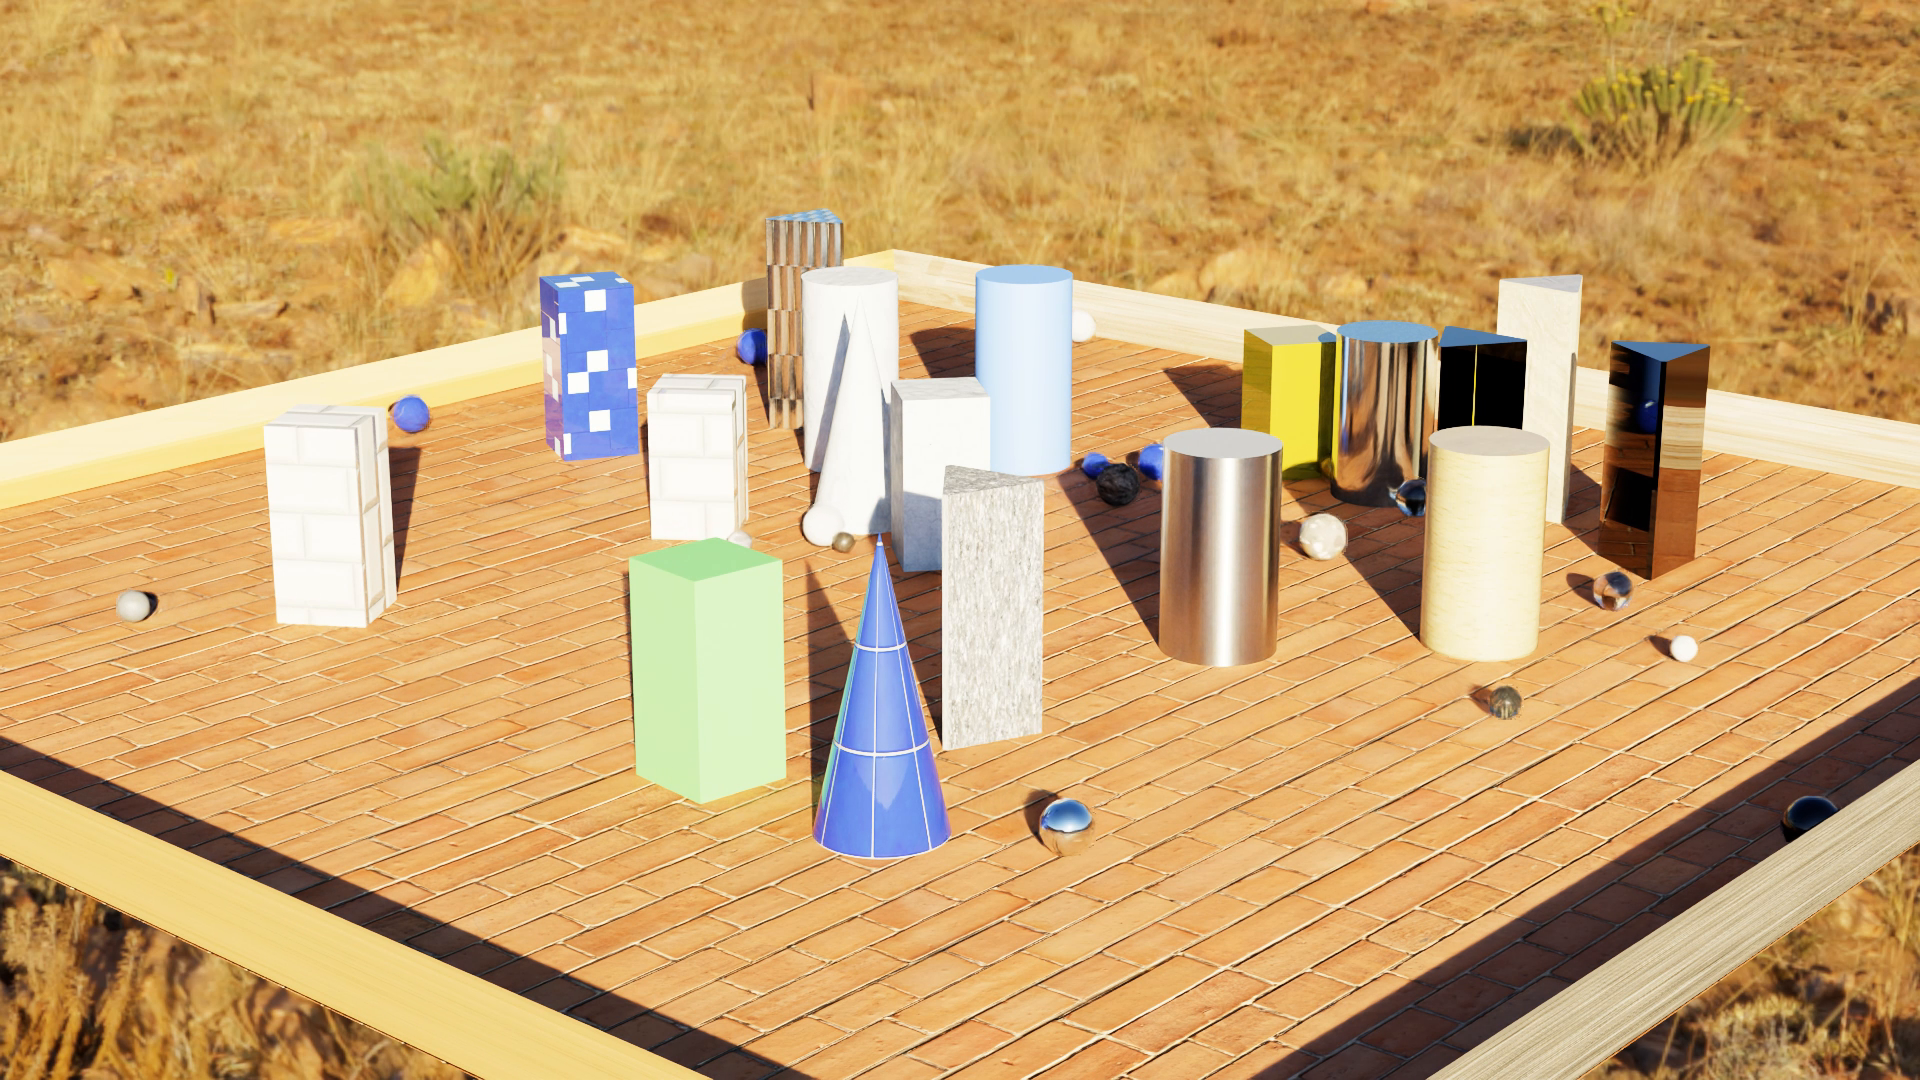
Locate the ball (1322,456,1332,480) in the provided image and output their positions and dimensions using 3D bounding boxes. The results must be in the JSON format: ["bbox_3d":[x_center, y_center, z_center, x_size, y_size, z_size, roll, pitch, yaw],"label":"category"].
[{"bbox_3d":[0.745,-0.143,5.831,0.053,0.053,0.053,0,17,0],"label":"ball"}]

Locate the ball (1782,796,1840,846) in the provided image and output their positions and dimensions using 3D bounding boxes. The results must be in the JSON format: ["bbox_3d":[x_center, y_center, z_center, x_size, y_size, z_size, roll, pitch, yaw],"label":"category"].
[{"bbox_3d":[1.166,0.391,4.008,0.084,0.084,0.084,0,17,0],"label":"ball"}]

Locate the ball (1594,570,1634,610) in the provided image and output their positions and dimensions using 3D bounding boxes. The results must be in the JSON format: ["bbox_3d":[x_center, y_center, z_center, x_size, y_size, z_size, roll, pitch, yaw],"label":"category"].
[{"bbox_3d":[1.124,0.087,5.043,0.069,0.069,0.069,0,17,0],"label":"ball"}]

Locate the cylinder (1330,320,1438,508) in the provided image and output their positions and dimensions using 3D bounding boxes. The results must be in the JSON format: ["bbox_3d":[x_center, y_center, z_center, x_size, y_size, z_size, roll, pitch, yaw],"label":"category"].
[{"bbox_3d":[0.824,-0.246,5.701,0.195,0.326,0.195,0,17,0],"label":"cylinder"}]

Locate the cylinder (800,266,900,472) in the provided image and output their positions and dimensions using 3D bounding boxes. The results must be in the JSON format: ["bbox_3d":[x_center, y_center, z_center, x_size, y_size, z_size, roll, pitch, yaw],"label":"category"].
[{"bbox_3d":[-0.220,-0.343,5.916,0.195,0.386,0.195,0,17,0],"label":"cylinder"}]

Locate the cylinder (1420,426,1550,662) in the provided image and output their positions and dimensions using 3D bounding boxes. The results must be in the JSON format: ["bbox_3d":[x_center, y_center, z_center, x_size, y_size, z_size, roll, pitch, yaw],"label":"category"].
[{"bbox_3d":[0.864,0.004,4.833,0.195,0.347,0.195,0,17,0],"label":"cylinder"}]

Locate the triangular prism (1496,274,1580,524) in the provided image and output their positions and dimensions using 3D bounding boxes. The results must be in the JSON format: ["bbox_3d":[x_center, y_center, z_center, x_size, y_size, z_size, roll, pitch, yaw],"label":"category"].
[{"bbox_3d":[1.130,-0.277,5.595,0.169,0.445,0.146,16,23,42],"label":"triangular prism"}]

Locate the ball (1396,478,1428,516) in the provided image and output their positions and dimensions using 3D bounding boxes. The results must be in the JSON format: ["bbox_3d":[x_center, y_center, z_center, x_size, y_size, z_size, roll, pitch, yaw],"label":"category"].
[{"bbox_3d":[0.868,-0.080,5.590,0.072,0.072,0.072,0,17,0],"label":"ball"}]

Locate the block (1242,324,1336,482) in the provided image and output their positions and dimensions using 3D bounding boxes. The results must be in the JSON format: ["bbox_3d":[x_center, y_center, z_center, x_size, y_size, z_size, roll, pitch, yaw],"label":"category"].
[{"bbox_3d":[0.667,-0.276,5.882,0.156,0.278,0.156,-5,17,-15],"label":"block"}]

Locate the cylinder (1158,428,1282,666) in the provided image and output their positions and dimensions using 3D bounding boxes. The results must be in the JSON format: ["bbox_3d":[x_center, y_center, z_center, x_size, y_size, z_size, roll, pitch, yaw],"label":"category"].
[{"bbox_3d":[0.427,0.010,4.809,0.195,0.350,0.195,0,17,0],"label":"cylinder"}]

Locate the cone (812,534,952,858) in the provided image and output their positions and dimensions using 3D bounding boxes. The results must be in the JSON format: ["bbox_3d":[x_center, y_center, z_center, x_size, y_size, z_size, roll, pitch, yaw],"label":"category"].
[{"bbox_3d":[-0.109,0.198,4.033,0.195,0.438,0.195,0,17,0],"label":"cone"}]

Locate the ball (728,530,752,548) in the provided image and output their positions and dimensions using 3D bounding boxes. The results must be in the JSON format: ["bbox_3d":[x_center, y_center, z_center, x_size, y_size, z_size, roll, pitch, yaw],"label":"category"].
[{"bbox_3d":[-0.402,0.005,5.351,0.046,0.046,0.046,0,17,0],"label":"ball"}]

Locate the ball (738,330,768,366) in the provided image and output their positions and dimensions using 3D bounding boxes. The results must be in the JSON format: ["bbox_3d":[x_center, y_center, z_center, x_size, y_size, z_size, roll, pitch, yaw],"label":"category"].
[{"bbox_3d":[-0.473,-0.444,6.779,0.082,0.082,0.082,0,17,0],"label":"ball"}]

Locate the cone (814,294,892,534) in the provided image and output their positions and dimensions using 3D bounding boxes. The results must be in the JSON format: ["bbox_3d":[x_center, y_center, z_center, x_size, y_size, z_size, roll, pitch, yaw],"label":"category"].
[{"bbox_3d":[-0.186,-0.252,5.512,0.195,0.446,0.195,0,17,0],"label":"cone"}]

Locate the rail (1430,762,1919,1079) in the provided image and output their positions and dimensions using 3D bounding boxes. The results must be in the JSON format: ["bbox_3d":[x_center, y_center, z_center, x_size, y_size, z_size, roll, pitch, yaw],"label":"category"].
[{"bbox_3d":[1.297,0.357,4.042,0.045,0.127,3.495,14,22,39],"label":"rail"}]

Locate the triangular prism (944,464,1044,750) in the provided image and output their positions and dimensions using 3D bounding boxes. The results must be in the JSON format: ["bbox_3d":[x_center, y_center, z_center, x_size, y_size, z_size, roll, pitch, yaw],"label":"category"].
[{"bbox_3d":[0.017,0.095,4.445,0.169,0.398,0.146,-9,19,-27],"label":"triangular prism"}]

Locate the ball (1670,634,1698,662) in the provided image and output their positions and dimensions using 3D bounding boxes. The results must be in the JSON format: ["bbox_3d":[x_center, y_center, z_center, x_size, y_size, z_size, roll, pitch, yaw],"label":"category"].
[{"bbox_3d":[1.181,0.177,4.787,0.044,0.044,0.044,0,17,0],"label":"ball"}]

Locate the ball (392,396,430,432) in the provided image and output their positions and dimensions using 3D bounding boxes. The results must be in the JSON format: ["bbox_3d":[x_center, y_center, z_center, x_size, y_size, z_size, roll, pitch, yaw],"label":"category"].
[{"bbox_3d":[-1.158,-0.265,6.192,0.078,0.078,0.078,0,17,0],"label":"ball"}]

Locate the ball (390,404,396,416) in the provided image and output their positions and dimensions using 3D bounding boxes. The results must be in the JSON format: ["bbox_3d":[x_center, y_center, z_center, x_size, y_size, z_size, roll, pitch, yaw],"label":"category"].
[{"bbox_3d":[-1.201,-0.275,6.289,0.041,0.041,0.041,0,17,0],"label":"ball"}]

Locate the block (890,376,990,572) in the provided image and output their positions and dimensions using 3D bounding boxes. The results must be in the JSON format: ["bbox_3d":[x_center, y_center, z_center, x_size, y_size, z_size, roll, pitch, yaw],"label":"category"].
[{"bbox_3d":[-0.036,-0.120,5.299,0.156,0.316,0.156,-3,17,-9],"label":"block"}]

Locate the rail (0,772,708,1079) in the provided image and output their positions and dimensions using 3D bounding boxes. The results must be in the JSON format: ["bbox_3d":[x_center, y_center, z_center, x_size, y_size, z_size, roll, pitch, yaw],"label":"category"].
[{"bbox_3d":[-1.130,0.408,3.874,3.483,0.127,0.045,14,22,39],"label":"rail"}]

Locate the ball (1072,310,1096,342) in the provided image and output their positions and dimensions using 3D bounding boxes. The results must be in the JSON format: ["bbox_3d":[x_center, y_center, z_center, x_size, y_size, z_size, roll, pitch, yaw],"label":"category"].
[{"bbox_3d":[0.284,-0.511,7.006,0.079,0.079,0.079,0,17,0],"label":"ball"}]

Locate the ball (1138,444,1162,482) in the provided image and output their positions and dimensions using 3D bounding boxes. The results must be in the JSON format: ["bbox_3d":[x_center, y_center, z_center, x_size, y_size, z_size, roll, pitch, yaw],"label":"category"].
[{"bbox_3d":[0.392,-0.154,5.830,0.074,0.074,0.074,0,17,0],"label":"ball"}]

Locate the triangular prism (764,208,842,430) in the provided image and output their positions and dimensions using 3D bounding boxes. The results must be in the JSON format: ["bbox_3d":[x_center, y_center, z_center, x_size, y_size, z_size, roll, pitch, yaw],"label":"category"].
[{"bbox_3d":[-0.306,-0.469,6.226,0.169,0.449,0.146,5,17,15],"label":"triangular prism"}]

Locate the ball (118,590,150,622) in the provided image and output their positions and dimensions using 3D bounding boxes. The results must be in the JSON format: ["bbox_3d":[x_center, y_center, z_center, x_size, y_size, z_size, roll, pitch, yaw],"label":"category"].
[{"bbox_3d":[-1.403,0.113,4.980,0.055,0.055,0.055,0,17,0],"label":"ball"}]

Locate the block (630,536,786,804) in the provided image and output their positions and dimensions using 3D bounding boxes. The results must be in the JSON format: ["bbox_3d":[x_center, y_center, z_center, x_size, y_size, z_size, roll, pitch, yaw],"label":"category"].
[{"bbox_3d":[-0.365,0.186,4.253,0.156,0.334,0.156,-14,22,-40],"label":"block"}]

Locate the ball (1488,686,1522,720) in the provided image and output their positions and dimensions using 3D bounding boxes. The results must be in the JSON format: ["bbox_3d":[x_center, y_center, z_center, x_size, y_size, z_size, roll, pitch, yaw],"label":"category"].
[{"bbox_3d":[0.842,0.251,4.527,0.052,0.052,0.052,0,17,0],"label":"ball"}]

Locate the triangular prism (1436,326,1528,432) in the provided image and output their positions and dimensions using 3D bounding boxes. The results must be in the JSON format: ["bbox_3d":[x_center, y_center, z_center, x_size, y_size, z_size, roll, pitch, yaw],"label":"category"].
[{"bbox_3d":[0.893,-0.159,5.239,0.169,0.425,0.146,-5,17,-16],"label":"triangular prism"}]

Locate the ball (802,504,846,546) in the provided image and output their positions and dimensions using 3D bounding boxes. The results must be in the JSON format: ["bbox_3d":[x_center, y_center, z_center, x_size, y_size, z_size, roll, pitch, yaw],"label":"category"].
[{"bbox_3d":[-0.251,-0.027,5.403,0.078,0.078,0.078,0,17,0],"label":"ball"}]

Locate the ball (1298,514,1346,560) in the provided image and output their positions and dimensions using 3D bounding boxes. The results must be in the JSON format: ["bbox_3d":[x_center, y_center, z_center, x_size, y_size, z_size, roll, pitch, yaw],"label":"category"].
[{"bbox_3d":[0.658,-0.005,5.317,0.086,0.086,0.086,0,17,0],"label":"ball"}]

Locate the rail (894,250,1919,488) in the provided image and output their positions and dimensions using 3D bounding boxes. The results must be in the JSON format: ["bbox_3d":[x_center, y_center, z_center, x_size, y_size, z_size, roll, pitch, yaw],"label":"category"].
[{"bbox_3d":[1.130,-0.344,6.366,3.483,0.127,0.045,14,22,39],"label":"rail"}]

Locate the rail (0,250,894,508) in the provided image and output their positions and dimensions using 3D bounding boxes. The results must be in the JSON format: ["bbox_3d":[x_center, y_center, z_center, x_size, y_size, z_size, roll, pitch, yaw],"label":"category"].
[{"bbox_3d":[-1.297,-0.293,6.198,0.045,0.127,3.495,14,22,39],"label":"rail"}]

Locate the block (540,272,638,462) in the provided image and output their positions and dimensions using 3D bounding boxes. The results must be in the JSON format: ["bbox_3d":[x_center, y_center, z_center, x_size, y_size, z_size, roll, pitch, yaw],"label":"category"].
[{"bbox_3d":[-0.762,-0.358,6.025,0.156,0.353,0.156,-7,18,-21],"label":"block"}]

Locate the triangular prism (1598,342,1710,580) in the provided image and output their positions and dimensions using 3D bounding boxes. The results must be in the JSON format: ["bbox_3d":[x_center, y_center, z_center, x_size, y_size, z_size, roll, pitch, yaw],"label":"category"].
[{"bbox_3d":[1.223,-0.152,5.260,0.146,0.399,0.169,14,22,38],"label":"triangular prism"}]

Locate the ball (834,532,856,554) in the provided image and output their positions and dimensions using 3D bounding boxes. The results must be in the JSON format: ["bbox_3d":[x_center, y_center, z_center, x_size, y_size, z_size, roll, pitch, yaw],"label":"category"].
[{"bbox_3d":[-0.212,0.004,5.366,0.040,0.040,0.040,0,17,0],"label":"ball"}]

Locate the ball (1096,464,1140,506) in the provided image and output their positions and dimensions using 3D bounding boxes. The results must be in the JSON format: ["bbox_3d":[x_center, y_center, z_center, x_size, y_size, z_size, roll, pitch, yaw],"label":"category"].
[{"bbox_3d":[0.305,-0.106,5.657,0.084,0.084,0.084,0,17,0],"label":"ball"}]

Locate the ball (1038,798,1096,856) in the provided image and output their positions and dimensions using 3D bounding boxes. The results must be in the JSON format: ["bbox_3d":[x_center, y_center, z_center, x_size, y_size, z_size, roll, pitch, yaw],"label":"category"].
[{"bbox_3d":[0.147,0.392,4.013,0.078,0.078,0.078,0,17,0],"label":"ball"}]

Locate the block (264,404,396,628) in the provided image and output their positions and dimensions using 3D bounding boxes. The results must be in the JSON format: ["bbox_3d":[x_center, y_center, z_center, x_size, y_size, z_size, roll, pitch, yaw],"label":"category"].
[{"bbox_3d":[-1.070,-0.043,4.994,0.156,0.344,0.156,3,17,9],"label":"block"}]

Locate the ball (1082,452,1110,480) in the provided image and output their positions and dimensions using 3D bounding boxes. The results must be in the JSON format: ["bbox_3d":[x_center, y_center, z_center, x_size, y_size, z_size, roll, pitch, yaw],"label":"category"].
[{"bbox_3d":[0.271,-0.147,5.841,0.054,0.054,0.054,0,17,0],"label":"ball"}]

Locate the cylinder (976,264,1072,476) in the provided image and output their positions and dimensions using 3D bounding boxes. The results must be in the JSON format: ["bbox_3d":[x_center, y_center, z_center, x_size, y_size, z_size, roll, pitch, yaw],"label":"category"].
[{"bbox_3d":[0.128,-0.344,5.914,0.195,0.390,0.195,0,17,0],"label":"cylinder"}]

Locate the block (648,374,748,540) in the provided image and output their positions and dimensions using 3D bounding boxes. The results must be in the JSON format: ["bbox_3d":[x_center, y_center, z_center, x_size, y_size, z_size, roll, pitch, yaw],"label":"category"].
[{"bbox_3d":[-0.488,-0.156,5.482,0.156,0.278,0.156,2,17,5],"label":"block"}]
